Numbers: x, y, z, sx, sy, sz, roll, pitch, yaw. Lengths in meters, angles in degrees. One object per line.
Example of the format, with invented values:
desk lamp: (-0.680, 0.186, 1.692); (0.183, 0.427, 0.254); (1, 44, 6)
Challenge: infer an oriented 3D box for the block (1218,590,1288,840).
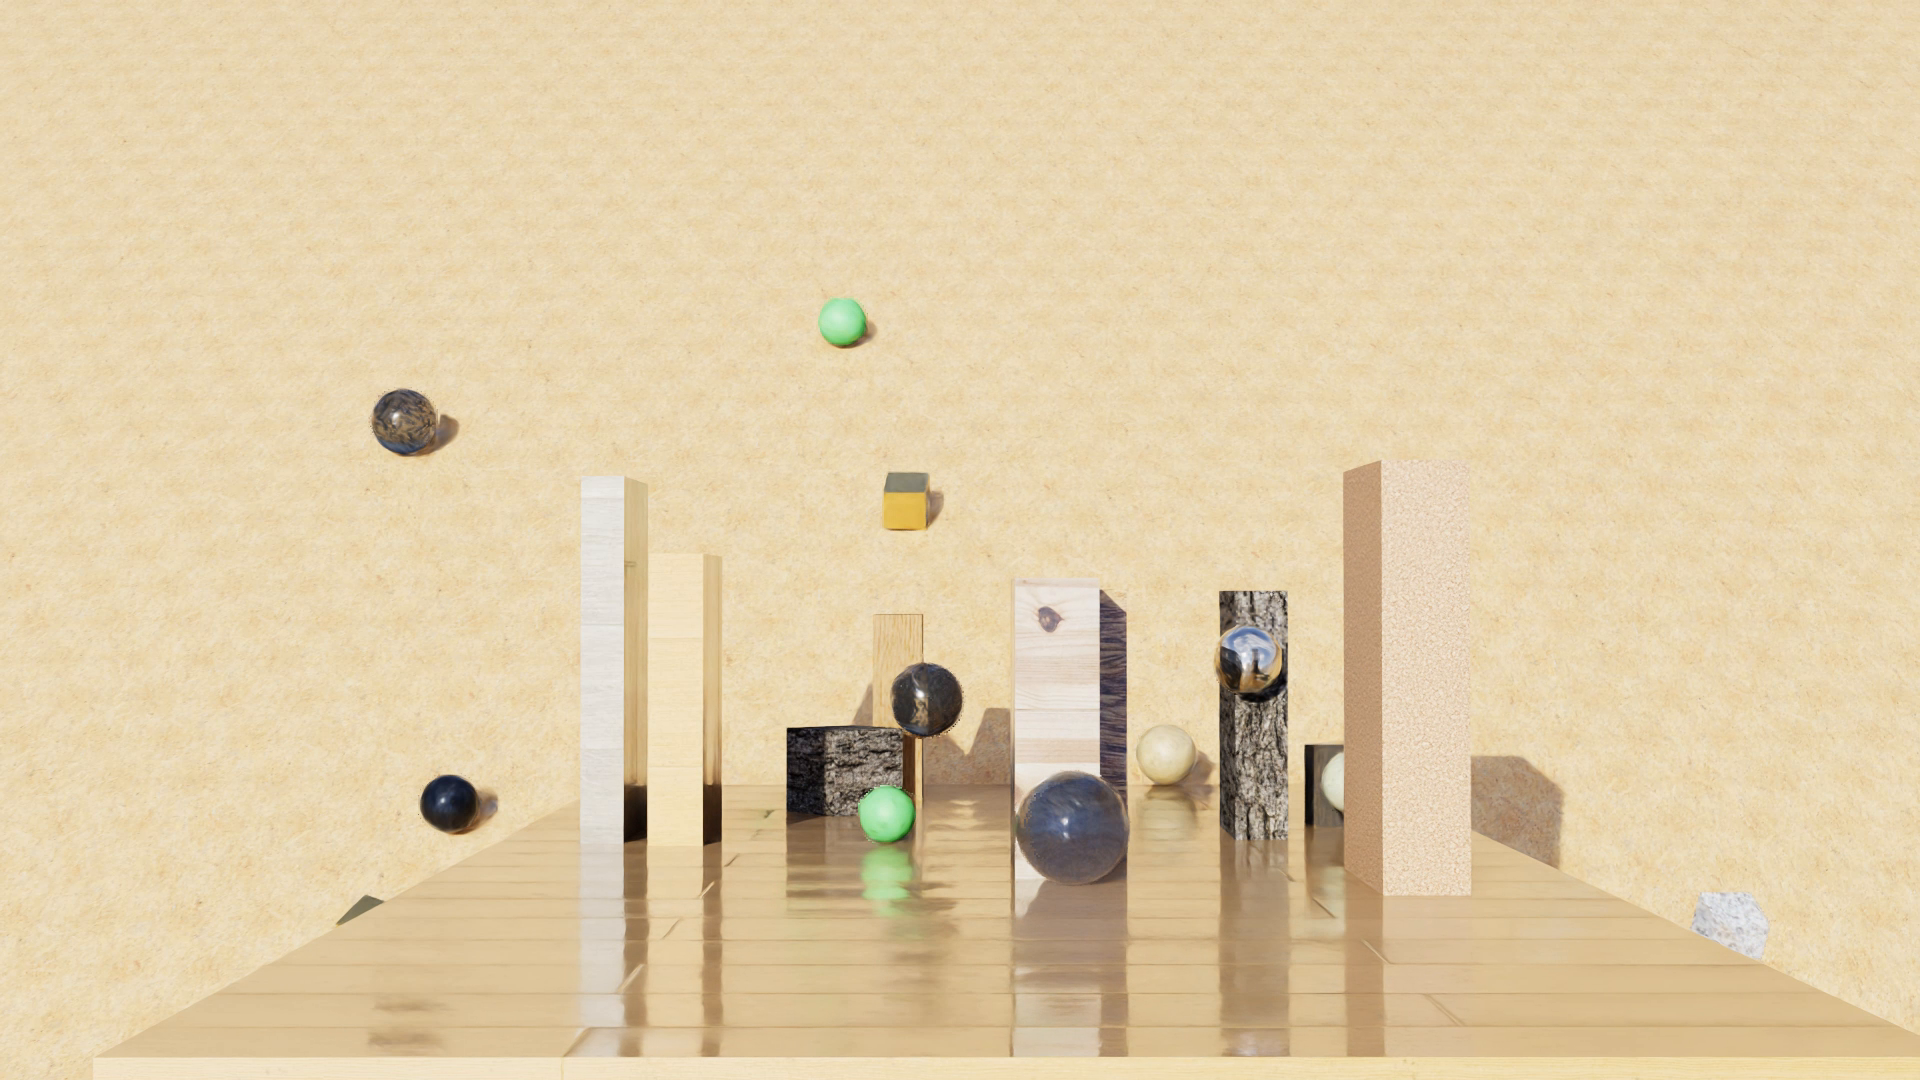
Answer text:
block: (0.608, 0.357, 5.393); (0.107, 0.502, 0.322); (0, -1, 0)

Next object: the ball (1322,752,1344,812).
ball: (0.810, 0.498, 5.329); (0.133, 0.133, 0.133); (0, 33, 0)

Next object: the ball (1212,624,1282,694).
ball: (0.573, 0.237, 5.166); (0.138, 0.138, 0.138); (0, 33, 0)

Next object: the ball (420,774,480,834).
ball: (-1.320, 0.682, 6.712); (0.152, 0.152, 0.152); (0, 33, 0)

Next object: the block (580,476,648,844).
block: (-0.712, 0.242, 5.363); (0.086, 0.731, 0.396); (0, -1, 0)

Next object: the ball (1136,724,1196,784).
ball: (0.536, 0.557, 6.746); (0.158, 0.158, 0.158); (0, 33, 0)

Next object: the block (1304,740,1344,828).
block: (0.861, 0.525, 5.585); (0.173, 0.173, 0.173); (-1, -2, 36)

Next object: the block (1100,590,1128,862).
block: (0.262, 0.348, 5.024); (0.094, 0.504, 0.429); (0, -1, 0)

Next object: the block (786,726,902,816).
block: (-0.264, 0.524, 5.913); (0.190, 0.190, 0.190); (1, -2, -38)

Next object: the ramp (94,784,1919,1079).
ramp: (0.074, 0.645, 4.768); (2.000, 0.100, 4.000); (0, -1, 0)

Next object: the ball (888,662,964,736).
ball: (-0.077, 0.363, 5.910); (0.169, 0.169, 0.169); (0, 33, 0)

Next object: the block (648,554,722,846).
block: (-0.560, 0.319, 5.319); (0.107, 0.575, 0.418); (0, -1, 0)

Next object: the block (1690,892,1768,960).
block: (1.866, 0.947, 6.302); (0.127, 0.127, 0.127); (2, 27, -6)

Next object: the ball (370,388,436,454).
ball: (-1.774, -0.378, 8.271); (0.207, 0.207, 0.207); (0, 33, 0)

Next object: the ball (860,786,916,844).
ball: (-0.145, 0.547, 5.161); (0.112, 0.112, 0.112); (0, 33, 0)

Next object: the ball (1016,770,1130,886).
ball: (0.191, 0.490, 4.421); (0.195, 0.195, 0.195); (0, 33, 0)

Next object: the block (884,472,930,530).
block: (-0.162, -0.120, 7.943); (0.128, 0.128, 0.128); (2, 31, 5)

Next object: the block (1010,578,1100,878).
block: (0.169, 0.332, 4.711); (0.147, 0.523, 0.378); (0, -1, 0)

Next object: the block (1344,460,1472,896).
block: (0.767, 0.230, 4.484); (0.145, 0.716, 0.428); (0, -1, 0)

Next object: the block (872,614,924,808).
block: (-0.145, 0.399, 6.118); (0.113, 0.448, 0.250); (0, -1, 0)

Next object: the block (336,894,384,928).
block: (-1.429, 0.961, 6.318); (0.120, 0.120, 0.120); (15, 36, 21)

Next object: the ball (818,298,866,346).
ball: (-0.403, -0.746, 8.869); (0.164, 0.164, 0.164); (0, 33, 0)
